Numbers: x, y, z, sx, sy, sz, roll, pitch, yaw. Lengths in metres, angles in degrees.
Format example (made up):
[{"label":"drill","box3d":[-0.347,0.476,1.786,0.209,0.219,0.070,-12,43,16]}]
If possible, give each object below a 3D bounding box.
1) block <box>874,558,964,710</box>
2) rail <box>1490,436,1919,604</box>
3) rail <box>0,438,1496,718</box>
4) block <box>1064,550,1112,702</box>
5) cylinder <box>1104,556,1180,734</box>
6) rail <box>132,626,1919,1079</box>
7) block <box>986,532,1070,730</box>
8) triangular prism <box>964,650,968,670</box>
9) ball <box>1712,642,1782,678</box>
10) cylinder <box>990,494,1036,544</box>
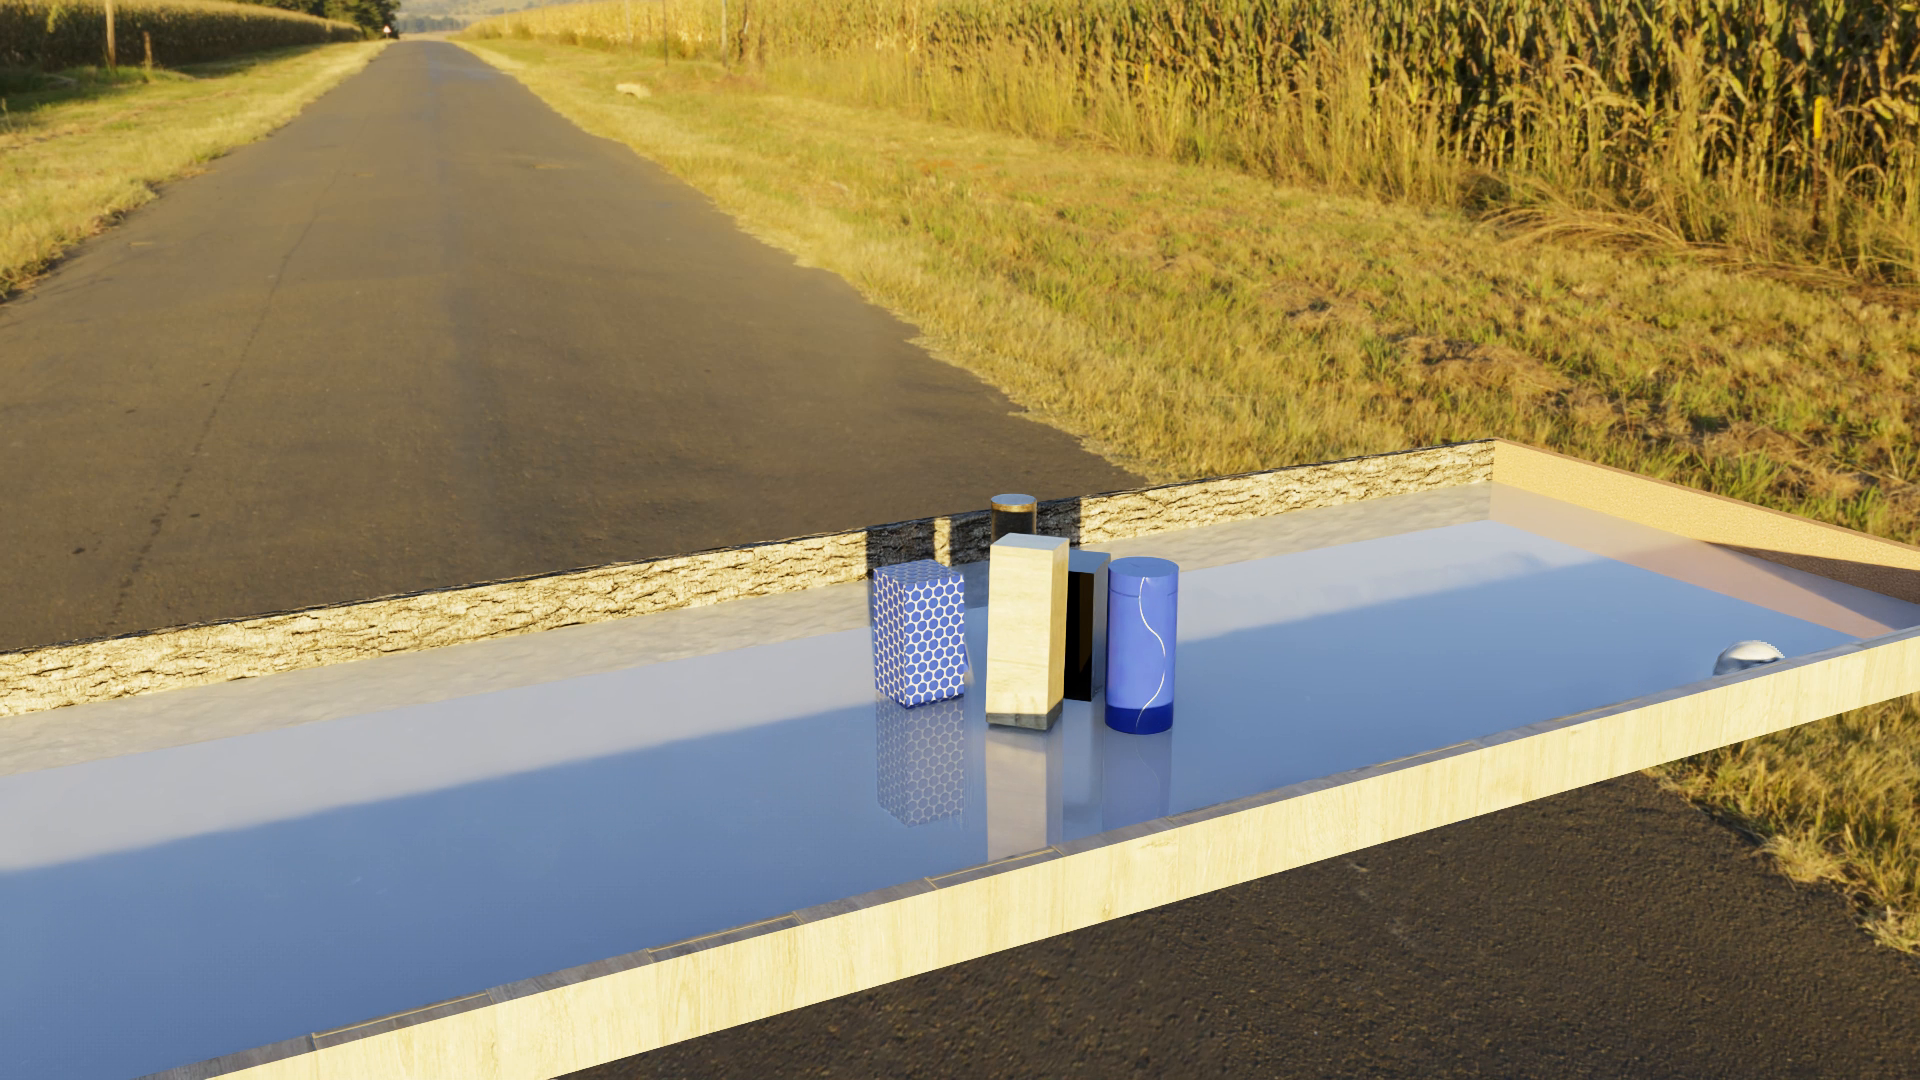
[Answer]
[{"label":"block","box3d":[-0.100,0.227,4.028,0.160,0.313,0.160,-9,19,-29]},{"label":"rail","box3d":[2.466,-0.048,5.253,0.050,0.150,2.100,-9,18,-27]},{"label":"rail","box3d":[-3.305,0.497,3.399,12.000,0.150,0.050,-9,18,-27]},{"label":"block","box3d":[0.263,0.205,4.074,0.176,0.328,0.176,5,17,18]},{"label":"cylinder","box3d":[0.422,0.245,3.844,0.163,0.382,0.163,0,16,0]},{"label":"rail","box3d":[-2.336,1.006,1.665,12.000,0.150,0.050,-9,18,-27]},{"label":"block","box3d":[0.158,0.211,3.864,0.147,0.425,0.147,5,13,18]},{"label":"triangular prism","box3d":[-0.036,0.238,4.398,0.091,0.079,0.414,-1,16,-3]},{"label":"ball","box3d":[1.896,0.325,3.958,0.164,0.164,0.164,0,16,0]},{"label":"cylinder","box3d":[0.141,0.083,4.371,0.119,0.395,0.119,0,16,0]}]
